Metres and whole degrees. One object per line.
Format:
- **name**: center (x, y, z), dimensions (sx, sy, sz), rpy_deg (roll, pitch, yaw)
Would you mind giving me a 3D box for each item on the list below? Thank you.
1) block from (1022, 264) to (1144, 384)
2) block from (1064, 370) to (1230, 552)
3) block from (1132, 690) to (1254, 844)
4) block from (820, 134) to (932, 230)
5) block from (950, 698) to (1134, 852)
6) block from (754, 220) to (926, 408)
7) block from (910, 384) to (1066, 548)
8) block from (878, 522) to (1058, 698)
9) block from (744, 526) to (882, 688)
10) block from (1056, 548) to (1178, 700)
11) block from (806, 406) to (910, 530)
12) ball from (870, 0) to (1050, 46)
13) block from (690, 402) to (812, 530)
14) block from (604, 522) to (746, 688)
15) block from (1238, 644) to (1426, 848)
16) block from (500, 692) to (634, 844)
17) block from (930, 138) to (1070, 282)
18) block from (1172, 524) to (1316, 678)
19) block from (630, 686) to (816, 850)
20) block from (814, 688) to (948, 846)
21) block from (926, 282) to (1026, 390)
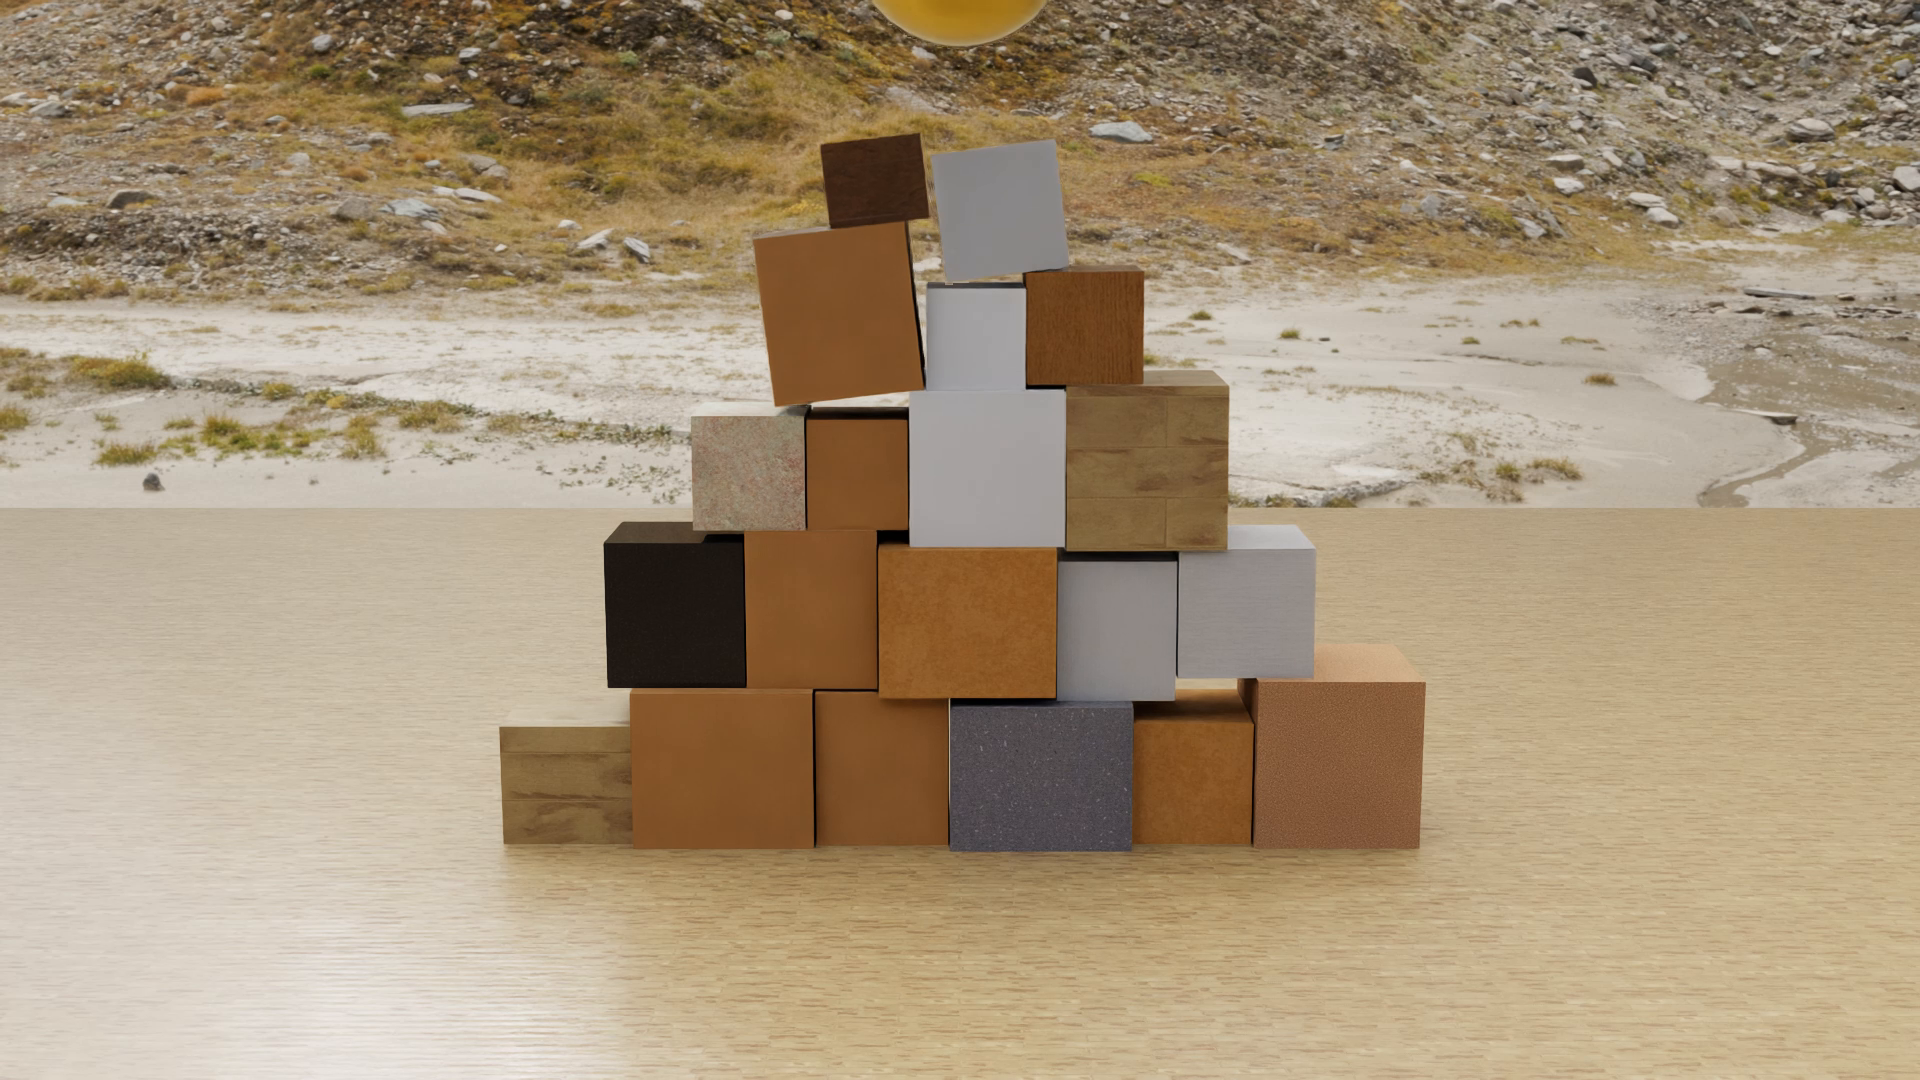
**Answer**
- **block**: center (0.609, -1.082, 11.002), dimensions (0.574, 0.549, 0.560), rpy_deg (0, 10, 0)
- **block**: center (0.916, -0.413, 11.113), dimensions (0.791, 0.812, 0.744), rpy_deg (0, 10, 0)
- **block**: center (1.169, 1.165, 11.407), dimensions (0.603, 0.627, 0.706), rpy_deg (0, 10, 0)
- **block**: center (-0.410, -1.776, 10.859), dimensions (0.486, 0.407, 0.488), rpy_deg (-6, 10, 1)
- **block**: center (0.404, 1.114, 11.370), dimensions (0.907, 0.740, 0.894), rpy_deg (0, 10, 0)
- **block**: center (-0.585, -1.149, 10.970), dimensions (0.732, 0.816, 0.683), rpy_deg (-7, 10, 1)
- **block**: center (0.135, -0.403, 11.092), dimensions (0.766, 0.770, 0.655), rpy_deg (0, 10, 0)
- **block**: center (0.036, 0.338, 11.239), dimensions (0.875, 0.739, 0.891), rpy_deg (0, 10, 0)
- **block**: center (-0.738, 0.292, 11.242), dimensions (0.653, 0.799, 0.658), rpy_deg (0, 10, 0)
- **block**: center (0.780, 0.402, 11.239), dimensions (0.592, 0.708, 0.600), rpy_deg (0, 10, 0)
- **block**: center (-0.506, -0.368, 11.103), dimensions (0.497, 0.550, 0.545), rpy_deg (0, 10, 0)
- **ball**: center (0.000, -4.316, 15.584), dimensions (1.600, 1.600, 1.600), rpy_deg (0, 10, 0)
- **block**: center (-1.042, -0.379, 11.108), dimensions (0.555, 0.569, 0.578), rpy_deg (0, 10, 0)
- **block**: center (-1.419, 0.322, 11.247), dimensions (0.689, 0.738, 0.631), rpy_deg (0, 10, 0)
- **block**: center (1.894, 1.052, 11.377), dimensions (0.826, 0.860, 0.836), rpy_deg (0, 10, 0)
- **block**: center (-1.977, 1.174, 11.396), dimensions (0.659, 0.612, 0.681), rpy_deg (0, 10, 0)
- **block**: center (0.196, -1.640, 10.900), dimensions (0.605, 0.616, 0.541), rpy_deg (-7, 10, 1)
- **block**: center (1.422, 0.306, 11.244), dimensions (0.677, 0.656, 0.685), rpy_deg (0, 10, 0)
- **block**: center (-1.185, 1.081, 11.380), dimensions (0.905, 0.802, 0.847), rpy_deg (0, 10, 0)
- **block**: center (-0.391, 1.090, 11.369), dimensions (0.663, 0.787, 0.708), rpy_deg (0, 10, 0)
- **block**: center (0.077, -1.025, 10.984), dimensions (0.487, 0.493, 0.531), rpy_deg (0, 10, 0)
